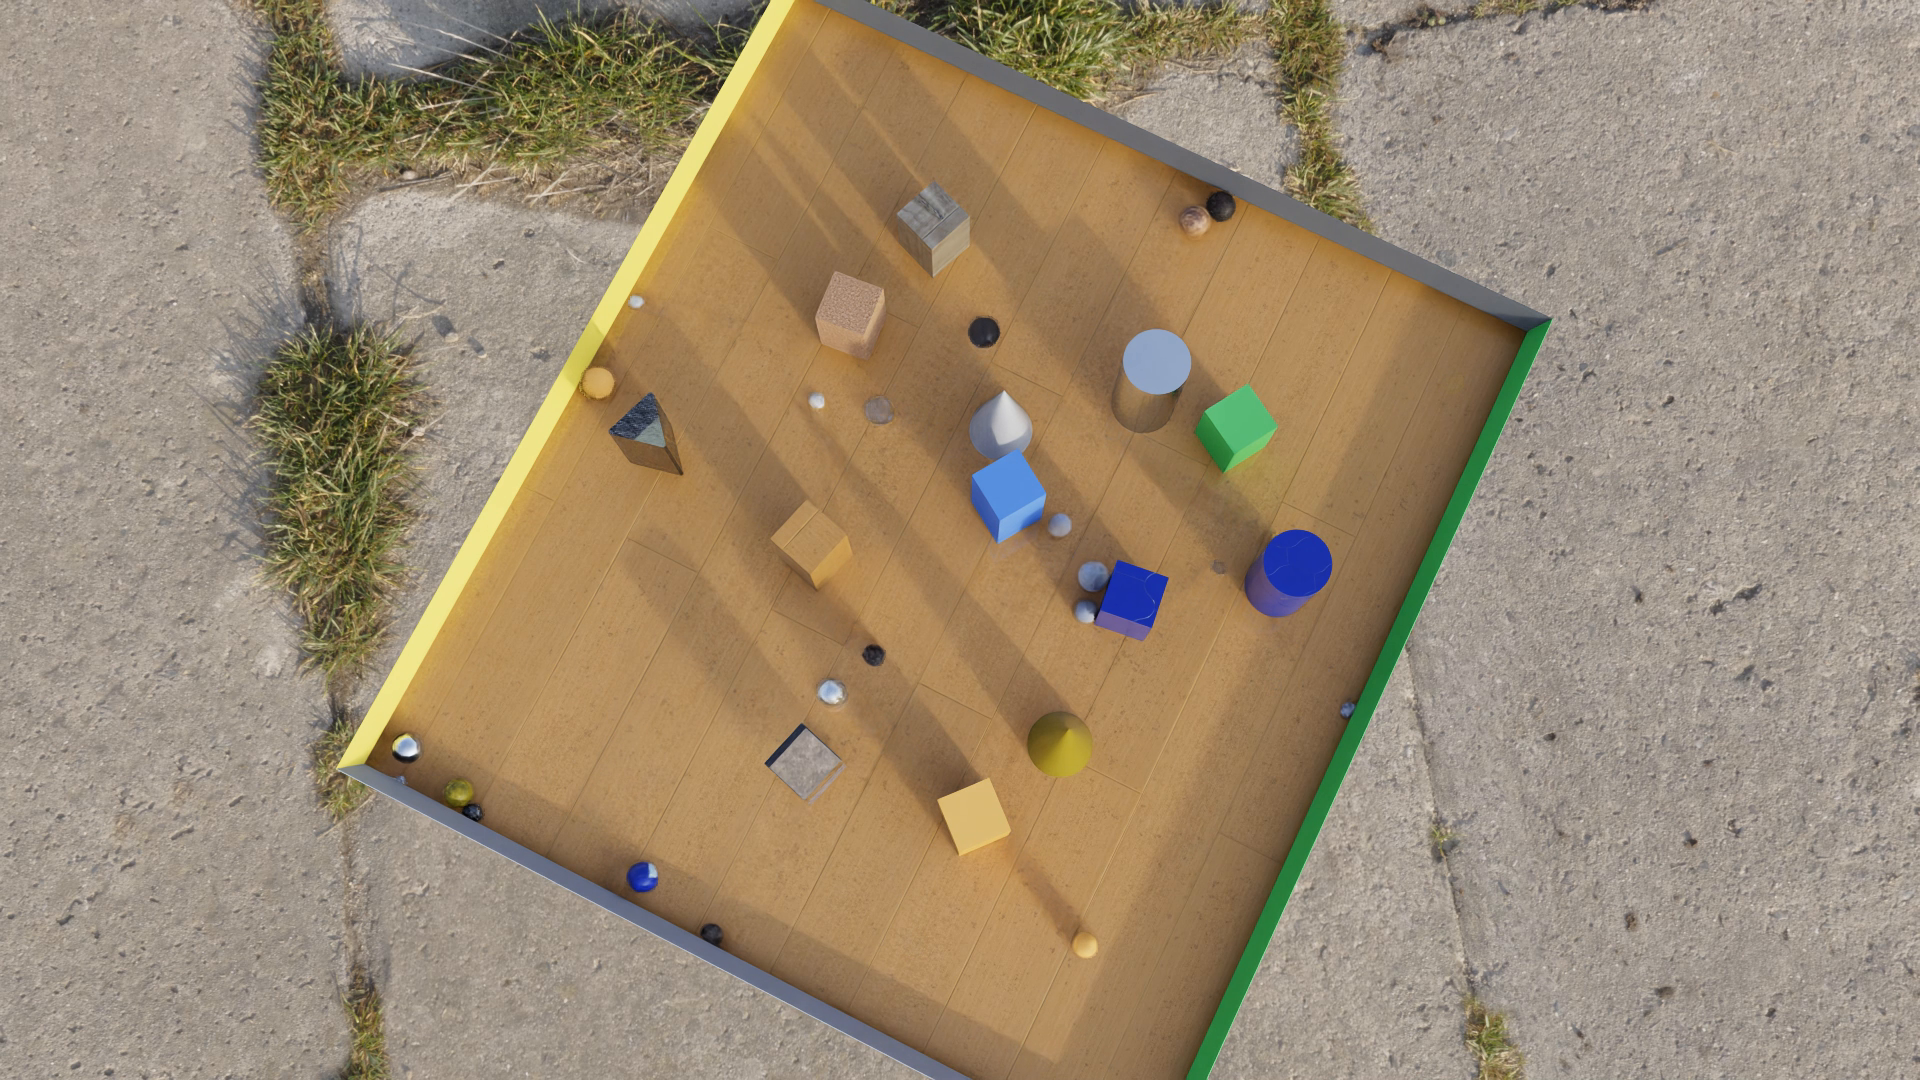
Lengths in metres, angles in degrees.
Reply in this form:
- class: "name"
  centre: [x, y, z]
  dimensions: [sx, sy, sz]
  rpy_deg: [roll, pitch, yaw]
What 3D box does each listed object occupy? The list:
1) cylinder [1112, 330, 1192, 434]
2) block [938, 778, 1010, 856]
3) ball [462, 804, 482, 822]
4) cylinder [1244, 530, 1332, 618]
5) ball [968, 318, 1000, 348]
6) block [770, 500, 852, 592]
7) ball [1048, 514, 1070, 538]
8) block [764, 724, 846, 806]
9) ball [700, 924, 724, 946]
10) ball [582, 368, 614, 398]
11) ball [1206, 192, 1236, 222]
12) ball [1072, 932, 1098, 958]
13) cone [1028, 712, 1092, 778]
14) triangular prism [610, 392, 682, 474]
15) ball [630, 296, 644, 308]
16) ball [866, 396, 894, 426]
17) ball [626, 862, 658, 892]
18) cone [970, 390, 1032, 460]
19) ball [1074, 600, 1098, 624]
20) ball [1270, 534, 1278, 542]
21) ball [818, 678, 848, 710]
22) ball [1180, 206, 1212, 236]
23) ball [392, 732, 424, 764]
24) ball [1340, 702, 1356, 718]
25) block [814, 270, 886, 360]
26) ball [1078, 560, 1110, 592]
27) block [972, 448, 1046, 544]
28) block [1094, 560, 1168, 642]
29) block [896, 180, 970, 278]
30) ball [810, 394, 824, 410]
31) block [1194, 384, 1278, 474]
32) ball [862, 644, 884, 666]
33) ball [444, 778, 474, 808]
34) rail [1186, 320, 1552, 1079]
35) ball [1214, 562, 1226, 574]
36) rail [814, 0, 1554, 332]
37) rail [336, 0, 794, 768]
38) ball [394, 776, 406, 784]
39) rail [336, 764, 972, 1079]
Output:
- class: "cylinder"
  centre: [0.569, -0.471, 5.495]
  dimensions: [0.197, 0.430, 0.197]
  rpy_deg: [0, 78, 0]
- class: "block"
  centre: [0.040, 0.802, 5.285]
  dimensions: [0.158, 0.324, 0.158]
  rpy_deg: [-22, 79, -4]
- class: "ball"
  centre: [-1.443, 0.808, 5.419]
  dimensions: [0.059, 0.059, 0.059]
  rpy_deg: [0, 78, 0]
- class: "cylinder"
  centre: [0.966, 0.102, 5.412]
  dimensions: [0.197, 0.360, 0.197]
  rpy_deg: [0, 78, 0]
- class: "ball"
  centre: [0.075, -0.644, 5.700]
  dimensions: [0.098, 0.098, 0.098]
  rpy_deg: [0, 78, 0]
- class: "block"
  centre: [-0.439, 0.021, 5.459]
  dimensions: [0.158, 0.300, 0.158]
  rpy_deg: [41, 81, 8]
- class: "ball"
  centre: [0.302, -0.044, 5.589]
  dimensions: [0.071, 0.071, 0.071]
  rpy_deg: [0, 78, 0]
- class: "block"
  centre: [-0.449, 0.658, 5.357]
  dimensions: [0.158, 0.242, 0.158]
  rpy_deg: [42, 81, 8]
- class: "ball"
  centre: [-0.722, 1.153, 5.344]
  dimensions: [0.066, 0.066, 0.066]
  rpy_deg: [0, 78, 0]
- class: "ball"
  centre: [-1.120, -0.486, 5.667]
  dimensions: [0.098, 0.098, 0.098]
  rpy_deg: [0, 78, 0]
- class: "ball"
  centre: [0.825, -1.053, 5.787]
  dimensions: [0.094, 0.094, 0.094]
  rpy_deg: [0, 78, 0]
- class: "ball"
  centre: [0.364, 1.178, 5.336]
  dimensions: [0.072, 0.072, 0.072]
  rpy_deg: [0, 78, 0]
- class: "cone"
  centre: [0.300, 0.566, 5.269]
  dimensions: [0.197, 0.450, 0.197]
  rpy_deg: [0, 78, 0]
- class: "triangular prism"
  centre: [-0.920, -0.327, 5.507]
  dimensions: [0.171, 0.347, 0.148]
  rpy_deg: [15, 79, 3]
- class: "ball"
  centre: [-1.013, -0.748, 5.750]
  dimensions: [0.042, 0.042, 0.042]
  rpy_deg: [0, 78, 0]
- class: "ball"
  centre: [-0.247, -0.397, 5.654]
  dimensions: [0.088, 0.088, 0.088]
  rpy_deg: [0, 78, 0]
- class: "ball"
  centre: [-0.931, 0.987, 5.367]
  dimensions: [0.089, 0.089, 0.089]
  rpy_deg: [0, 78, 0]
- class: "cone"
  centre: [0.127, -0.386, 5.474]
  dimensions: [0.197, 0.435, 0.197]
  rpy_deg: [0, 78, 0]
- class: "ball"
  centre: [0.380, 0.216, 5.536]
  dimensions: [0.071, 0.071, 0.071]
  rpy_deg: [0, 78, 0]
- class: "ball"
  centre: [0.971, 0.004, 5.590]
  dimensions: [0.051, 0.051, 0.051]
  rpy_deg: [0, 78, 0]
- class: "ball"
  centre: [-0.381, 0.460, 5.475]
  dimensions: [0.090, 0.090, 0.090]
  rpy_deg: [0, 78, 0]
- class: "ball"
  centre: [0.742, -1.005, 5.774]
  dimensions: [0.098, 0.098, 0.098]
  rpy_deg: [0, 78, 0]
- class: "ball"
  centre: [-1.641, 0.618, 5.442]
  dimensions: [0.092, 0.092, 0.092]
  rpy_deg: [0, 78, 0]
- class: "ball"
  centre: [1.165, 0.510, 5.486]
  dimensions: [0.048, 0.048, 0.048]
  rpy_deg: [0, 78, 0]
- class: "block"
  centre: [-0.333, -0.685, 5.625]
  dimensions: [0.158, 0.261, 0.158]
  rpy_deg: [21, 79, 4]
- class: "ball"
  centre: [0.406, 0.110, 5.546]
  dimensions: [0.094, 0.094, 0.094]
  rpy_deg: [0, 78, 0]
- class: "block"
  centre: [0.142, -0.127, 5.471]
  dimensions: [0.158, 0.337, 0.158]
  rpy_deg: [-30, 80, -6]
- class: "block"
  centre: [0.506, 0.183, 5.443]
  dimensions: [0.158, 0.265, 0.158]
  rpy_deg: [19, 79, 4]
- class: "block"
  centre: [-0.082, -0.961, 5.686]
  dimensions: [0.158, 0.254, 0.158]
  rpy_deg: [-43, 81, -8]
- class: "ball"
  centre: [-0.444, -0.430, 5.681]
  dimensions: [0.048, 0.048, 0.048]
  rpy_deg: [0, 78, 0]
- class: "block"
  centre: [0.836, -0.336, 5.564]
  dimensions: [0.158, 0.240, 0.158]
  rpy_deg: [-32, 80, -6]
- class: "ball"
  centre: [-0.260, 0.345, 5.512]
  dimensions: [0.064, 0.064, 0.064]
  rpy_deg: [0, 78, 0]
- class: "ball"
  centre: [-1.483, 0.746, 5.417]
  dimensions: [0.088, 0.088, 0.088]
  rpy_deg: [0, 78, 0]
- class: "rail"
  centre: [1.162, 0.576, 5.431]
  dimensions: [0.045, 0.128, 2.862]
  rpy_deg: [26, 80, 5]
- class: "ball"
  centre: [0.791, 0.084, 5.579]
  dimensions: [0.040, 0.040, 0.040]
  rpy_deg: [0, 78, 0]
- class: "rail"
  centre: [0.629, -1.226, 5.804]
  dimensions: [2.645, 0.128, 0.045]
  rpy_deg: [26, 80, 5]
- class: "rail"
  centre: [-1.162, -0.562, 5.667]
  dimensions: [0.045, 0.128, 2.862]
  rpy_deg: [26, 80, 5]
- class: "ball"
  centre: [-1.666, 0.721, 5.447]
  dimensions: [0.041, 0.041, 0.041]
  rpy_deg: [0, 78, 0]
- class: "rail"
  centre: [-0.629, 1.239, 5.294]
  dimensions: [2.645, 0.128, 0.045]
  rpy_deg: [26, 80, 5]
